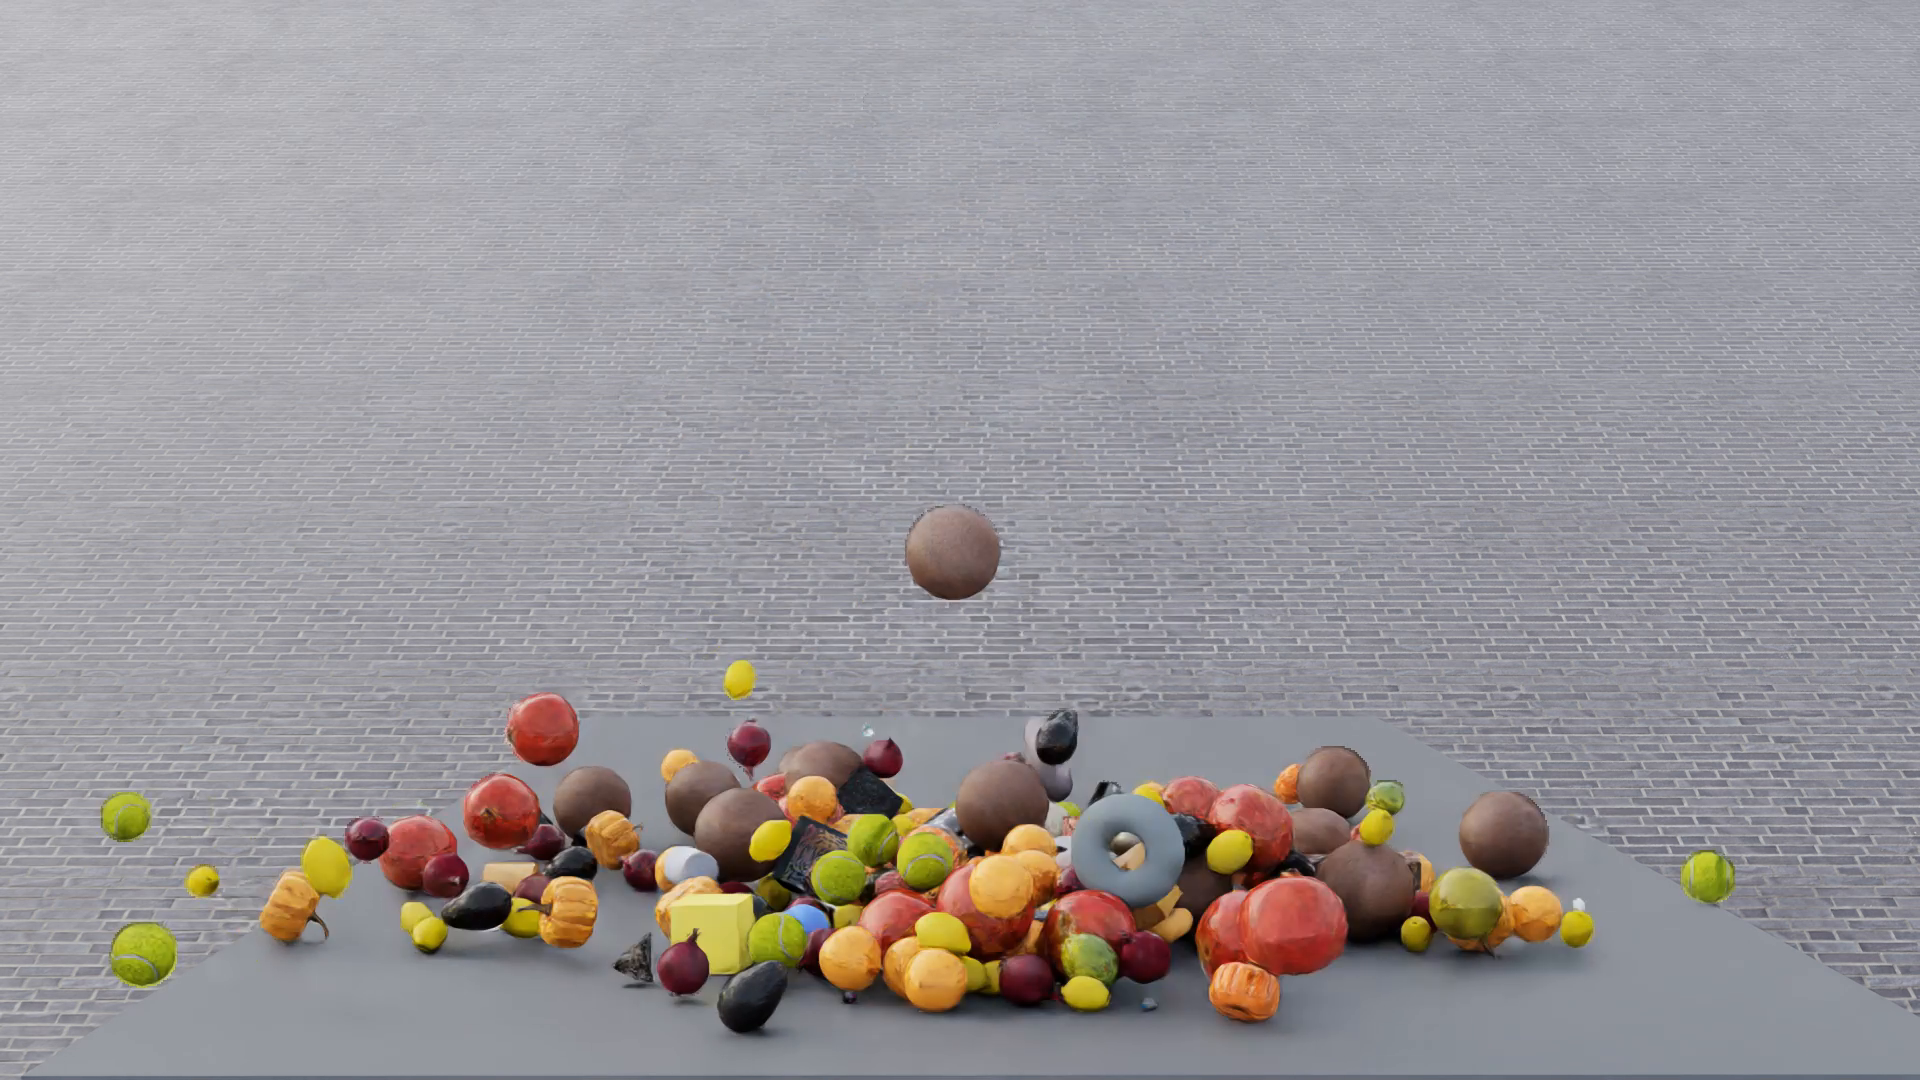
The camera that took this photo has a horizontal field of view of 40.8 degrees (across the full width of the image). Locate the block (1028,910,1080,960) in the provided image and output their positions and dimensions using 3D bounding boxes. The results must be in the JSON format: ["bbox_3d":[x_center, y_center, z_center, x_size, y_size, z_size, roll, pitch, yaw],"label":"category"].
[{"bbox_3d":[0.117,0.494,3.220,0.054,0.054,0.054,0,1,15],"label":"block"}]

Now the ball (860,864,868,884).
[{"bbox_3d":[-0.165,0.480,3.771,0.060,0.060,0.060,0,27,0],"label":"ball"}]

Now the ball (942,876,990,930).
[{"bbox_3d":[0.011,0.481,3.420,0.070,0.070,0.070,0,27,0],"label":"ball"}]

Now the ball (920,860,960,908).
[{"bbox_3d":[-0.033,0.479,3.601,0.066,0.066,0.066,0,27,0],"label":"ball"}]

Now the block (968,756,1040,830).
[{"bbox_3d":[0.077,0.436,4.443,0.091,0.091,0.091,-21,-1,7],"label":"block"}]

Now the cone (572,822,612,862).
[{"bbox_3d":[-0.559,0.485,4.017,0.067,0.067,0.067,-21,35,-36],"label":"cone"}]

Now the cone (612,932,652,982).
[{"bbox_3d":[-0.376,0.486,3.044,0.053,0.053,0.053,24,-2,1],"label":"cone"}]

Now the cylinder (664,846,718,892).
[{"bbox_3d":[-0.357,0.438,3.430,0.054,0.054,0.054,-16,11,-29],"label":"cylinder"}]

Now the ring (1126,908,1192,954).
[{"bbox_3d":[0.250,0.490,3.237,0.092,0.031,0.092,-26,0,0],"label":"ring"}]

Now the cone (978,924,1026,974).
[{"bbox_3d":[0.041,0.508,3.117,0.063,0.063,0.063,9,29,17],"label":"cone"}]

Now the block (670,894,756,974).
[{"bbox_3d":[-0.300,0.478,3.137,0.083,0.083,0.083,-2,1,9],"label":"block"}]

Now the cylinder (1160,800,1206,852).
[{"bbox_3d":[0.353,0.463,4.177,0.076,0.076,0.076,-2,1,-4],"label":"cylinder"}]

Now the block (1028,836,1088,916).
[{"bbox_3d":[0.161,0.466,3.586,0.095,0.095,0.095,-1,1,-32],"label":"block"}]

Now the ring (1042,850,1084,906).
[{"bbox_3d":[0.163,0.433,3.320,0.112,0.112,0.037,0,52,0],"label":"ring"}]

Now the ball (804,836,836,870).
[{"bbox_3d":[-0.214,0.480,3.965,0.050,0.050,0.050,0,27,0],"label":"ball"}]

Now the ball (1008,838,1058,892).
[{"bbox_3d":[0.100,0.435,3.455,0.073,0.073,0.073,0,27,0],"label":"ball"}]

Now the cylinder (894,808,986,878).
[{"bbox_3d":[-0.028,0.450,3.727,0.096,0.096,0.096,16,28,30],"label":"cylinder"}]

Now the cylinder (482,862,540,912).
[{"bbox_3d":[-0.619,0.480,3.560,0.068,0.068,0.068,-1,26,2],"label":"cylinder"}]

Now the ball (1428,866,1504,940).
[{"bbox_3d":[0.622,0.447,3.173,0.091,0.091,0.091,0,27,0],"label":"ball"}]

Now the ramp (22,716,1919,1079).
[{"bbox_3d":[0.060,0.543,4.579,2.000,0.100,4.000,0,1,0],"label":"ramp"}]

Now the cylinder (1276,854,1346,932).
[{"bbox_3d":[0.468,0.470,3.438,0.092,0.092,0.092,1,1,0],"label":"cylinder"}]

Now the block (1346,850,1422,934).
[{"bbox_3d":[0.565,0.469,3.445,0.094,0.094,0.094,0,1,6],"label":"block"}]

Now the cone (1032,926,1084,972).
[{"bbox_3d":[0.129,0.510,3.131,0.058,0.058,0.058,31,38,26],"label":"cone"}]

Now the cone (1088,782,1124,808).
[{"bbox_3d":[0.230,0.475,4.362,0.097,0.097,0.097,-32,40,-30],"label":"cone"}]

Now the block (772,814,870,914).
[{"bbox_3d":[-0.186,0.436,3.470,0.090,0.090,0.090,22,76,13],"label":"block"}]

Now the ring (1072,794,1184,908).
[{"bbox_3d":[0.199,0.370,3.065,0.139,0.139,0.046,10,5,18],"label":"ring"}]

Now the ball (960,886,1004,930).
[{"bbox_3d":[0.026,0.446,3.122,0.053,0.053,0.053,0,27,0],"label":"ball"}]

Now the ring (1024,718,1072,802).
[{"bbox_3d":[0.151,0.375,4.418,0.050,0.150,0.150,-18,25,9],"label":"ring"}]

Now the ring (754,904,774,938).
[{"bbox_3d":[-0.301,0.499,3.379,0.116,0.039,0.116,0,2,0],"label":"ring"}]

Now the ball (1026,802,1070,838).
[{"bbox_3d":[0.144,0.463,4.173,0.076,0.076,0.076,0,27,0],"label":"ball"}]

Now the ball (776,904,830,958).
[{"bbox_3d":[-0.191,0.478,3.151,0.065,0.065,0.065,0,27,0],"label":"ball"}]

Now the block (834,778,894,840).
[{"bbox_3d":[-0.160,0.452,4.329,0.092,0.092,0.092,0,1,4],"label":"block"}]

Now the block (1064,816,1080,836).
[{"bbox_3d":[0.212,0.467,3.996,0.075,0.075,0.075,-1,1,-31],"label":"block"}]

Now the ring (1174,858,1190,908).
[{"bbox_3d":[0.252,0.440,3.457,0.129,0.129,0.043,22,36,37],"label":"ring"}]

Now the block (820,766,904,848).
[{"bbox_3d":[-0.146,0.400,3.823,0.080,0.080,0.080,41,63,8],"label":"block"}]

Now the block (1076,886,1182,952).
[{"bbox_3d":[0.210,0.441,3.196,0.082,0.082,0.082,-38,0,23],"label":"block"}]

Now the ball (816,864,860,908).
[{"bbox_3d":[-0.157,0.446,3.325,0.056,0.056,0.056,0,27,0],"label":"ball"}]

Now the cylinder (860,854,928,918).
[{"bbox_3d":[-0.091,0.476,3.532,0.076,0.076,0.076,14,28,2],"label":"cylinder"}]
